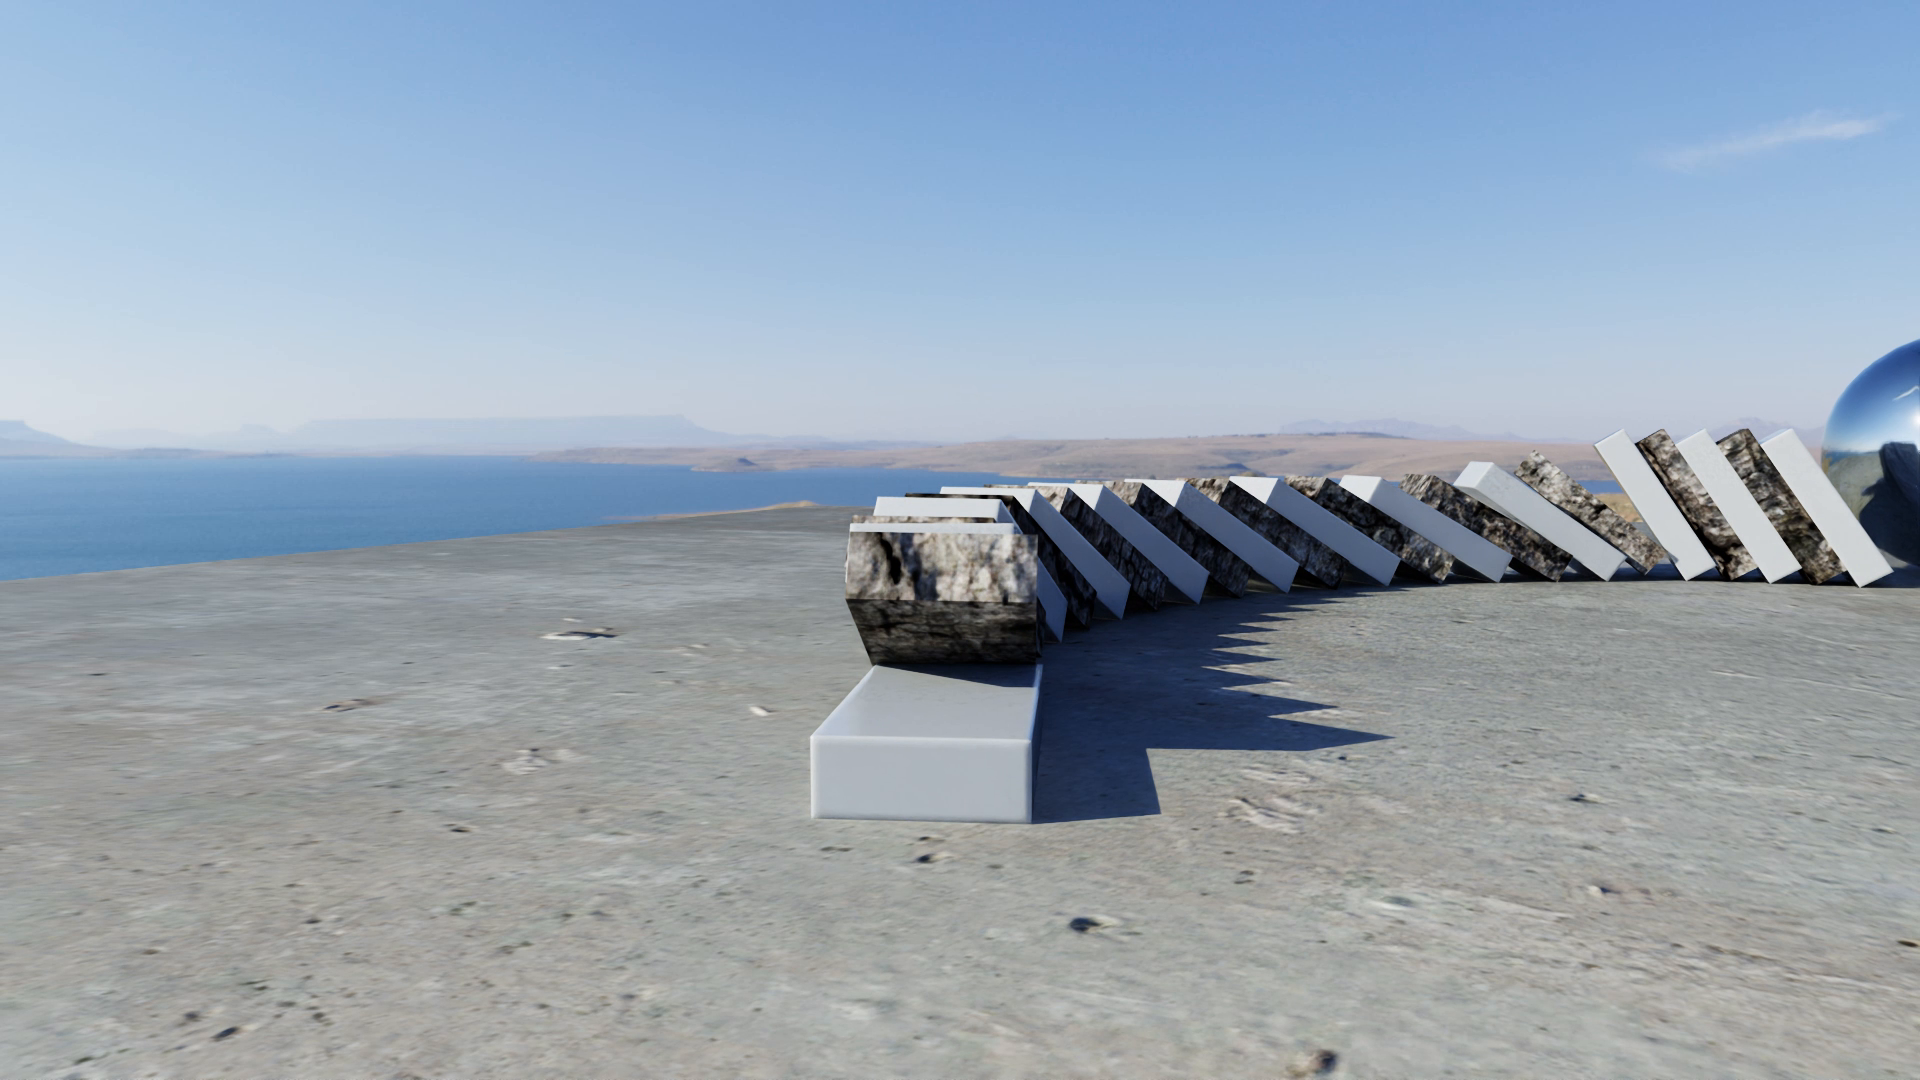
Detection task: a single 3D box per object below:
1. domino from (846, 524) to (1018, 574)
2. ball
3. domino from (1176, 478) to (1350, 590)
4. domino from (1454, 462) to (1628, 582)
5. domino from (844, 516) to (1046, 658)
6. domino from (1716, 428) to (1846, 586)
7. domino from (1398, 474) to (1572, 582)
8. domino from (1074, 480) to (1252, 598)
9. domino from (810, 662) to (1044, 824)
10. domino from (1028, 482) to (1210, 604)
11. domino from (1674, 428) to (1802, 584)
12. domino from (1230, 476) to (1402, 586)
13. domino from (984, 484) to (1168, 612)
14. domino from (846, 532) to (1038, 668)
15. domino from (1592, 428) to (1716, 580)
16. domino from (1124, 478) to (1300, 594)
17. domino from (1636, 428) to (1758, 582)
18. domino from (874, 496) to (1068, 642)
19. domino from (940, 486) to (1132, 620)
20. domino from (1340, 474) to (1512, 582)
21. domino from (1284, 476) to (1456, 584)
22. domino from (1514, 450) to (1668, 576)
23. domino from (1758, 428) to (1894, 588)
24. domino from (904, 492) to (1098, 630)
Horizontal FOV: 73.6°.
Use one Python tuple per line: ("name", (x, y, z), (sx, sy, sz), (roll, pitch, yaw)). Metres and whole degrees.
("domino", (-0.001, 0.011, 0.214), (0.025, 0.009, 0.050), (0, -22, 7))
("ball", (0.329, -0.029, 0.419), (0.080, 0.080, 0.080), (0, 4, 0))
("domino", (0.087, -0.002, 0.376), (0.050, 0.009, 0.025), (30, -9, -24))
("domino", (0.184, -0.007, 0.409), (0.050, 0.010, 0.025), (36, 8, 3))
("domino", (-0.001, 0.010, 0.238), (0.025, 0.009, 0.050), (1, -21, 15))
("domino", (0.254, -0.011, 0.399), (0.009, 0.050, 0.025), (-34, -11, 24))
("domino", (0.164, -0.004, 0.406), (0.050, 0.009, 0.025), (29, 4, -2))
("domino", (0.054, 0.000, 0.349), (0.050, 0.010, 0.025), (33, -16, -35))
("domino", (-0.002, 0.025, 0.169), (0.025, 0.010, 0.050), (0, 4, 5))
("domino", (0.040, 0.001, 0.334), (0.025, 0.010, 0.050), (5, -23, 47))
("domino", (0.244, -0.011, 0.404), (0.010, 0.050, 0.025), (-34, -11, 24))
("domino", (0.105, -0.003, 0.386), (0.050, 0.010, 0.025), (30, -6, -20))
("domino", (0.028, 0.002, 0.317), (0.025, 0.010, 0.050), (4, -24, 41))
("domino", (-0.001, 0.013, 0.192), (0.025, 0.009, 0.050), (1, -22, 4))
("domino", (0.222, -0.012, 0.411), (0.010, 0.050, 0.025), (-34, -10, 23))
("domino", (0.070, -0.001, 0.363), (0.050, 0.009, 0.025), (31, -13, -30))
("domino", (0.234, -0.012, 0.409), (0.009, 0.050, 0.025), (-34, -11, 24))
("domino", (0.003, 0.007, 0.260), (0.025, 0.010, 0.050), (2, -24, 21))
("domino", (0.017, 0.004, 0.300), (0.025, 0.010, 0.050), (3, -24, 36))
("domino", (0.144, -0.004, 0.401), (0.050, 0.010, 0.025), (29, 0, -9))
("domino", (0.124, -0.003, 0.395), (0.050, 0.009, 0.025), (29, -3, -14))
("domino", (0.204, -0.009, 0.417), (0.050, 0.010, 0.025), (44, 17, 19))
("domino", (0.264, -0.011, 0.393), (0.009, 0.050, 0.025), (-34, -11, 24))
("domino", (0.009, 0.005, 0.280), (0.025, 0.009, 0.050), (2, -24, 29))
